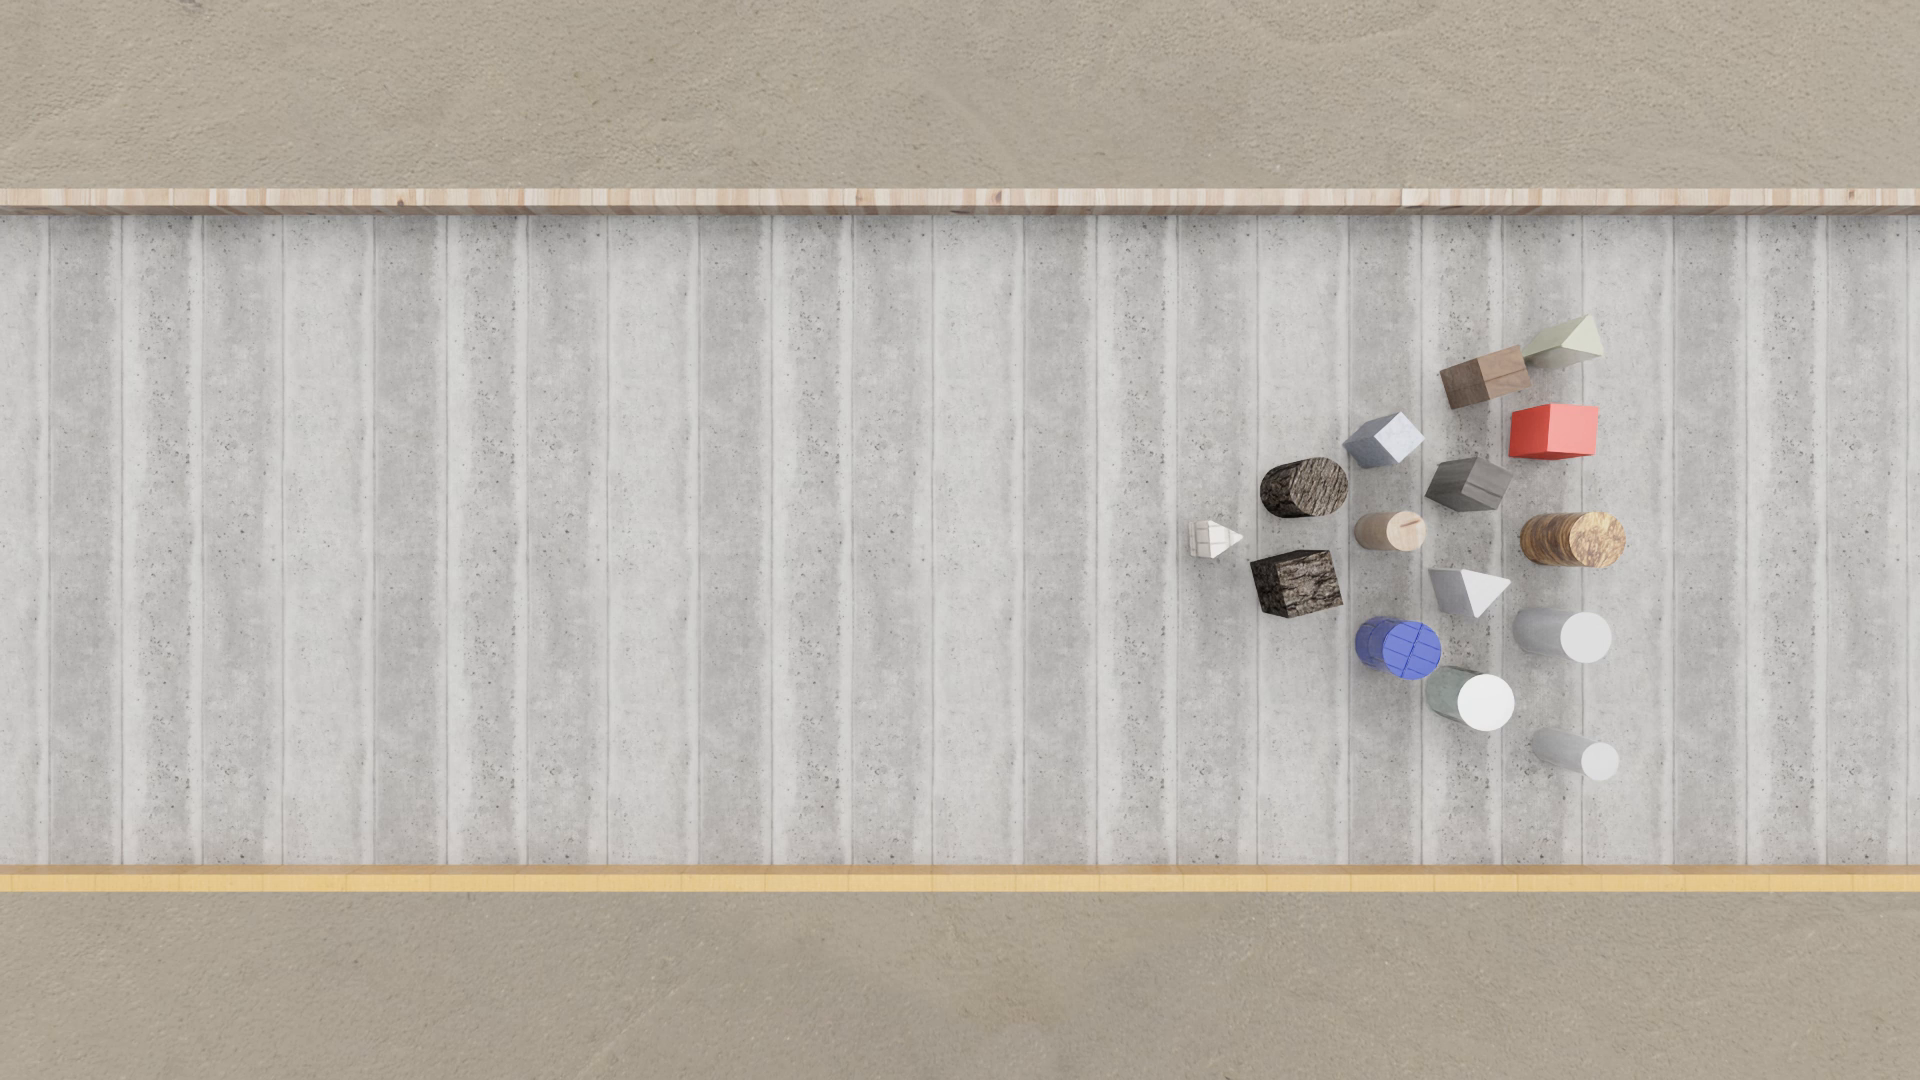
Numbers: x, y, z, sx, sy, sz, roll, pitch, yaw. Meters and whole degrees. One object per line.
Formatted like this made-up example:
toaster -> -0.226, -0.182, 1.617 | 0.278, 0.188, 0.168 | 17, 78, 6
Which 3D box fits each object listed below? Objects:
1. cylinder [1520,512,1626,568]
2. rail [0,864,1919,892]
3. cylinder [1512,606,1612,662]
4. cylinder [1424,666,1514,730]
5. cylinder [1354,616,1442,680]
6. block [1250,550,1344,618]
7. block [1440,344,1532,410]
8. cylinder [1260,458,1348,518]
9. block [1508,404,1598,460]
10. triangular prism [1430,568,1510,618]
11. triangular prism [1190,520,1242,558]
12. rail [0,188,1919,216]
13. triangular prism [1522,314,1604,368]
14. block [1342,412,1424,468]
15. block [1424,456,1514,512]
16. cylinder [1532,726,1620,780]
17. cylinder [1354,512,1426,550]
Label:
cylinder -> 1.803, -0.001, 4.870 | 0.160, 0.414, 0.160 | 0, 90, 0
rail -> -2.247, 1.025, 5.001 | 12.000, 0.150, 0.050 | 0, 90, 0
cylinder -> 1.772, 0.276, 4.872 | 0.145, 0.408, 0.145 | 0, 90, 0
cylinder -> 1.508, 0.466, 4.903 | 0.163, 0.347, 0.163 | 0, 90, 0
cylinder -> 1.299, 0.318, 4.908 | 0.168, 0.337, 0.168 | 0, 90, 0
block -> 0.988, 0.126, 4.869 | 0.159, 0.416, 0.159 | -14, 90, 0
block -> 1.554, -0.480, 4.891 | 0.126, 0.370, 0.126 | -18, 90, 0
cylinder -> 1.006, -0.150, 4.850 | 0.166, 0.454, 0.166 | 0, 90, 0
block -> 1.763, -0.319, 4.910 | 0.138, 0.333, 0.138 | 4, 90, 0
triangular prism -> 1.488, 0.129, 4.910 | 0.125, 0.333, 0.144 | 43, 90, 0
triangular prism -> 0.731, -0.017, 4.872 | 0.105, 0.409, 0.091 | -34, 90, 0
rail -> -2.247, -1.025, 5.002 | 12.000, 0.150, 0.050 | 0, 90, 0
triangular prism -> 1.781, -0.591, 4.882 | 0.123, 0.390, 0.107 | 12, 90, 0
block -> 1.247, -0.291, 4.876 | 0.103, 0.401, 0.103 | -43, 90, 0
block -> 1.506, -0.162, 4.892 | 0.115, 0.369, 0.115 | 25, 90, 0
cylinder -> 1.815, 0.628, 4.876 | 0.108, 0.402, 0.108 | 0, 90, 0
cylinder -> 1.270, -0.025, 4.884 | 0.114, 0.386, 0.114 | 0, 90, 0
